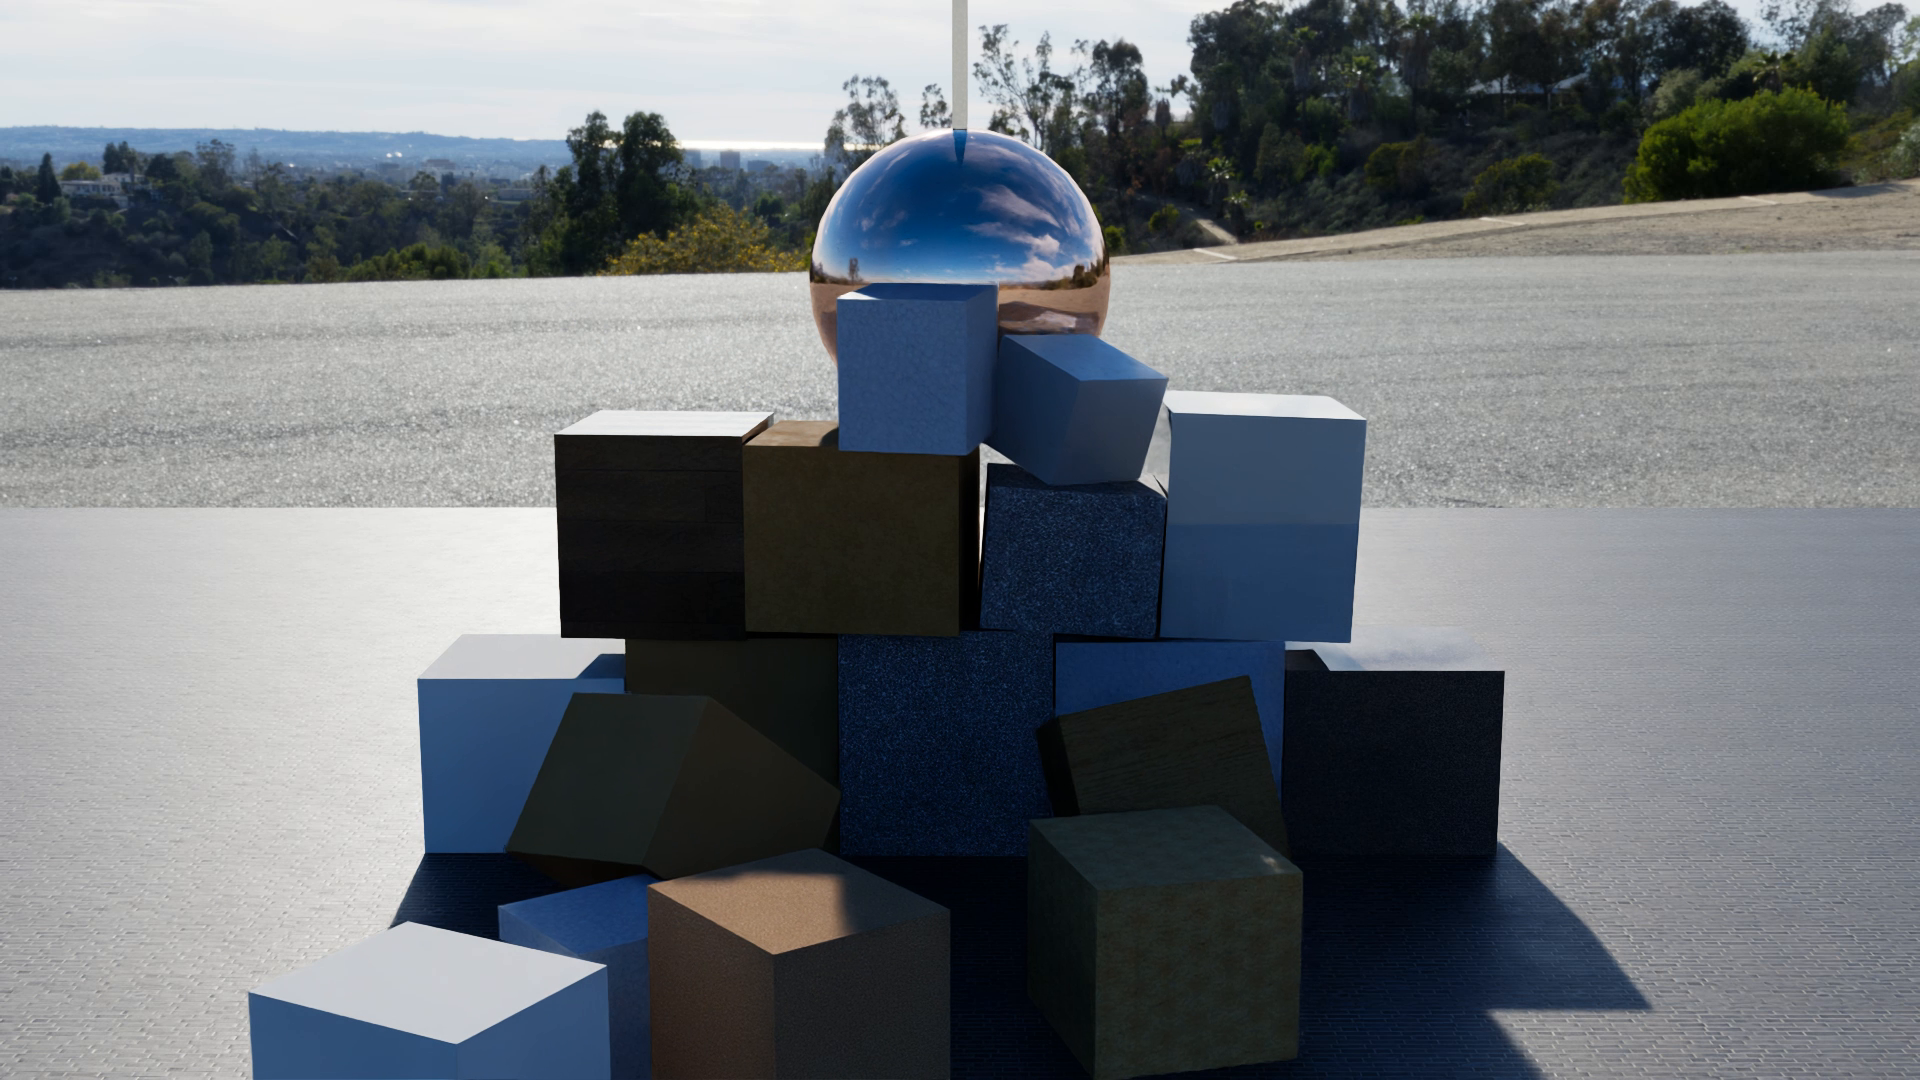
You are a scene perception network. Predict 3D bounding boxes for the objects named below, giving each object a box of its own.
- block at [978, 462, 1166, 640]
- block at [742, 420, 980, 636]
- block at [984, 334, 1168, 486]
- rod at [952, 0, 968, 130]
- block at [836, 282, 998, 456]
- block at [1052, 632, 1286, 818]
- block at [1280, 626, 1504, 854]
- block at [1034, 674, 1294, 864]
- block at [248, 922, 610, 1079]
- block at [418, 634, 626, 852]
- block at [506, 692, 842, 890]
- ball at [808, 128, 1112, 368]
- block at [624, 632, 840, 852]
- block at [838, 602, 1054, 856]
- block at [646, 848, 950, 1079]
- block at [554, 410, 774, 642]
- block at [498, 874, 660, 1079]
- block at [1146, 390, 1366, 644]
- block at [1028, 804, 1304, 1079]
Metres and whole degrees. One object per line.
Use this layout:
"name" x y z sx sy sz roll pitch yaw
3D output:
"block" 0.543 0.042 11.008 0.852 0.698 0.784 4 10 -1
"block" -0.471 -0.081 11.049 1.045 0.915 0.964 1 10 7
"block" 0.557 -0.657 10.963 0.607 0.555 0.593 -5 29 -41
"rod" 0.000 -4.623 10.646 0.080 5.200 0.080 0 17 0
"block" -0.194 -0.834 10.580 0.618 0.721 0.696 3 13 13
"block" 1.031 0.941 11.363 1.122 1.082 1.042 0 10 0
"block" 2.136 1.015 11.349 1.070 0.942 0.985 0 10 0
"block" 0.887 1.149 9.775 0.847 0.871 0.873 -12 -7 -6
"block" -1.710 1.827 7.176 0.863 0.837 0.730 6 12 28
"block" -2.163 1.033 11.384 1.016 0.895 0.991 0 10 0
"block" -1.213 1.204 9.418 0.859 0.751 0.903 -2 -32 40
"ball" 0.000 -1.371 11.638 1.600 1.600 1.600 0 10 0
"block" -1.124 0.934 11.369 1.041 1.094 0.973 0 10 0
"block" -0.065 0.909 11.363 1.052 1.145 1.085 0 10 1
"block" -0.591 1.689 7.998 0.736 0.816 0.872 -8 13 -36
"block" -1.468 -0.093 11.144 0.920 1.009 0.945 1 10 4
"block" -1.319 1.715 8.413 0.638 0.615 0.645 -8 13 -37
"block" 1.459 -0.140 11.161 0.940 1.106 0.976 2 10 -2
"block" 0.795 1.579 8.763 0.827 0.758 0.892 -3 11 -15
